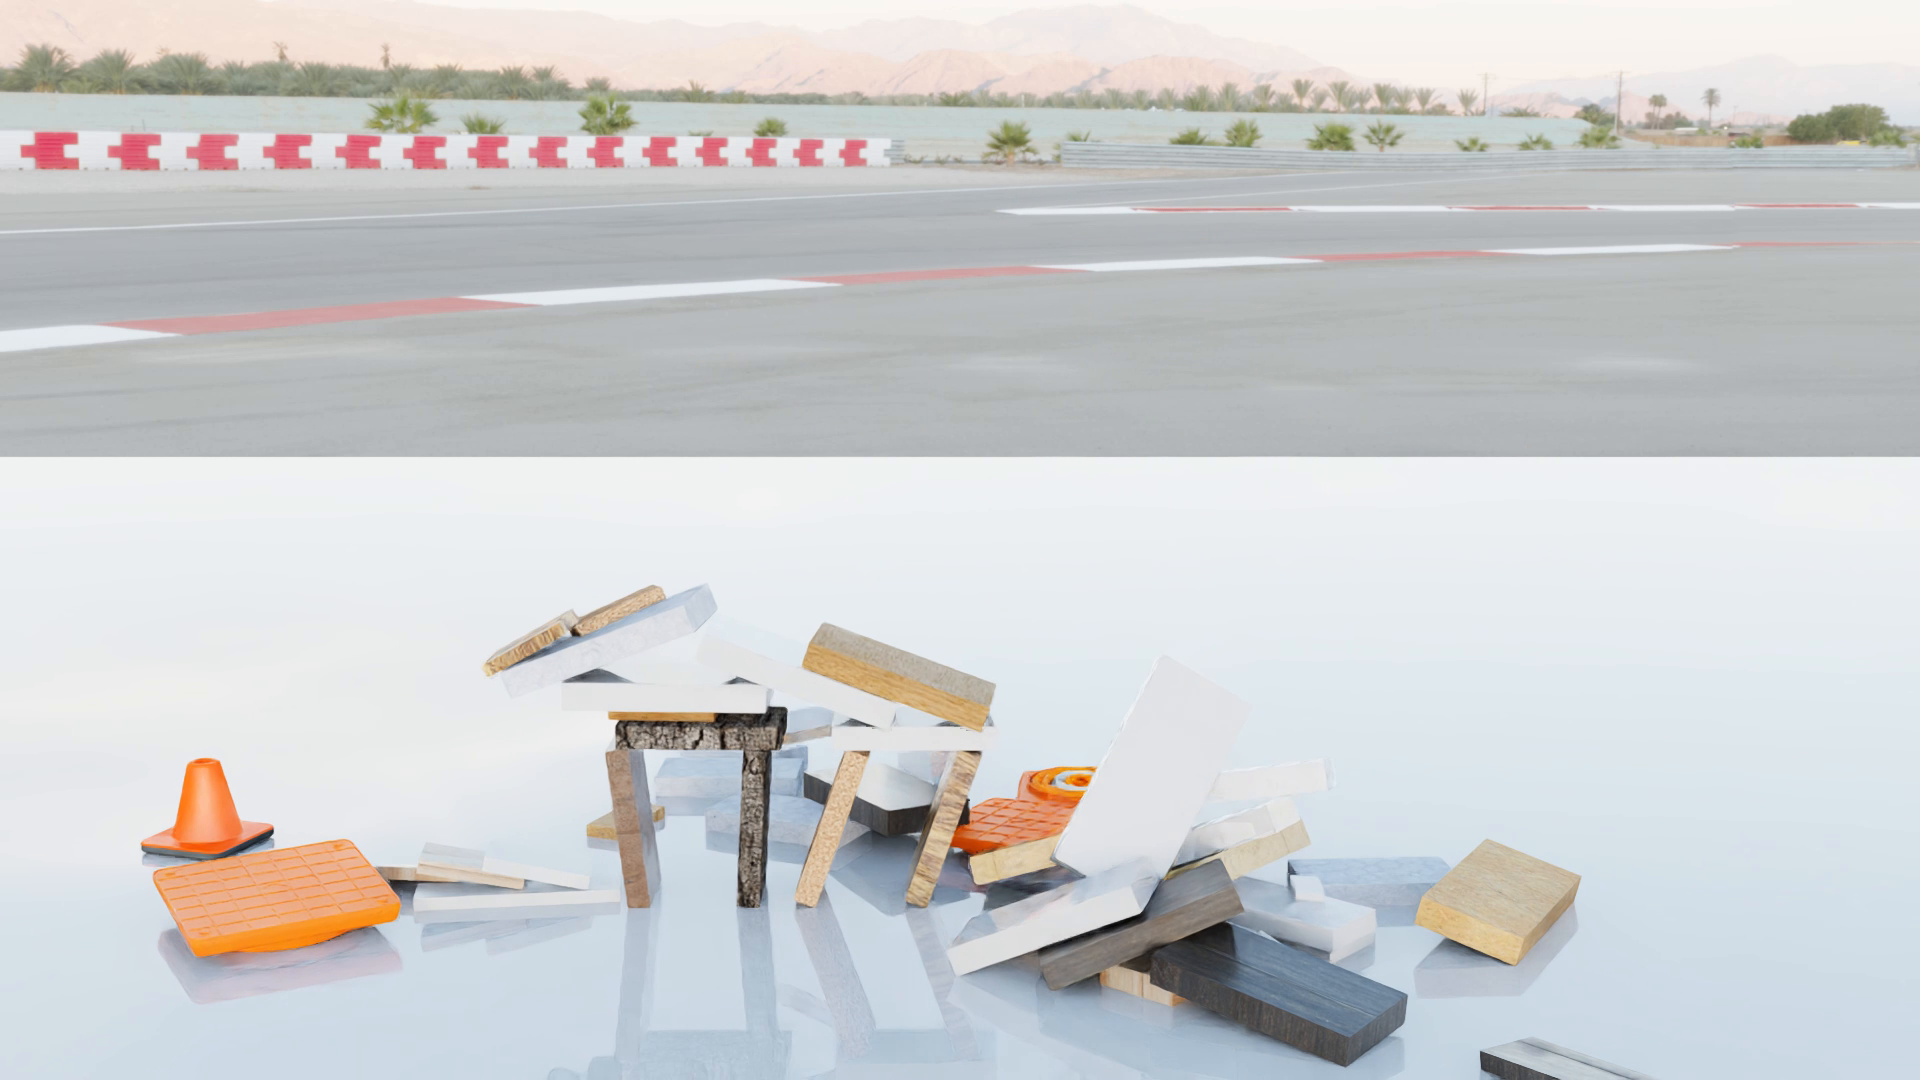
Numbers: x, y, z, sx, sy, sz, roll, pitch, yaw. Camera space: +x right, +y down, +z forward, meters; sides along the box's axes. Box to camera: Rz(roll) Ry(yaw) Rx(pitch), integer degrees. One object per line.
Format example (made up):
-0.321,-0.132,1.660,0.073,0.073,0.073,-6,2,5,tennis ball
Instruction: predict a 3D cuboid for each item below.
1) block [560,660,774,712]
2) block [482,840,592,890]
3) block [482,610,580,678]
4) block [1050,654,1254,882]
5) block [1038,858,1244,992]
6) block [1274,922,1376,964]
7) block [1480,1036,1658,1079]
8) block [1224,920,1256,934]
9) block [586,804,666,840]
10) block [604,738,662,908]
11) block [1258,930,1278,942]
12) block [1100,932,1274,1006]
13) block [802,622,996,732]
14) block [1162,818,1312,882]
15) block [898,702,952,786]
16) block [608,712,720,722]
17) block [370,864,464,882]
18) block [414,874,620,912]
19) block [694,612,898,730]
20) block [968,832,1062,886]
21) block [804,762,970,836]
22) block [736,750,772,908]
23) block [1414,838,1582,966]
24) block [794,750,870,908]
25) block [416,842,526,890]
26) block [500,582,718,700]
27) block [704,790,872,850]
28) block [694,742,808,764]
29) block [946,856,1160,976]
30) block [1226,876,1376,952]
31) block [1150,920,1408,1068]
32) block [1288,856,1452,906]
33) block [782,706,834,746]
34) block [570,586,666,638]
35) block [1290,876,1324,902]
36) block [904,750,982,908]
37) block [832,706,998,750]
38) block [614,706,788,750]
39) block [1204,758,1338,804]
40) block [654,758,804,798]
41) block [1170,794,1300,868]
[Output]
-0.475,0.239,3.612,0.329,0.047,0.165,0,10,1,block
-0.700,0.539,3.649,0.174,0.025,0.087,12,9,-9,block
-0.702,0.168,3.593,0.156,0.022,0.078,-28,11,13,block
0.303,0.382,3.466,0.166,0.369,0.047,30,-15,-2,block
0.265,0.573,3.286,0.307,0.043,0.153,-23,7,2,block
0.510,0.605,3.486,0.263,0.037,0.131,9,14,41,block
0.817,0.703,2.855,0.091,0.026,0.323,-7,4,-26,block
0.405,0.600,3.375,0.090,0.013,0.045,10,15,43,block
-0.610,0.514,4.021,0.076,0.021,0.151,4,11,22,block
-0.540,0.458,3.642,0.038,0.266,0.133,-6,10,2,block
0.480,0.628,3.324,0.090,0.013,0.045,32,28,23,block
0.346,0.634,3.330,0.131,0.037,0.263,9,14,40,block
-0.097,0.221,3.588,0.307,0.043,0.153,20,12,1,block
0.421,0.536,3.610,0.166,0.047,0.332,-26,-10,37,block
-0.073,0.391,4.282,0.046,0.163,0.326,-10,13,-13,block
-0.484,0.275,3.621,0.174,0.025,0.087,1,11,3,block
-0.905,0.561,3.705,0.151,0.021,0.076,0,-6,7,block
-0.731,0.584,3.642,0.333,0.021,0.076,-1,11,-8,block
-0.261,0.213,3.592,0.329,0.047,0.165,20,10,-3,block
0.188,0.504,3.636,0.325,0.046,0.162,-15,-7,8,block
-0.137,0.466,3.981,0.163,0.046,0.326,-4,9,-30,block
-0.339,0.459,3.642,0.038,0.266,0.133,3,11,-1,block
0.865,0.575,3.520,0.166,0.047,0.332,21,19,26,block
-0.209,0.459,3.645,0.038,0.270,0.135,19,10,-3,block
-0.808,0.541,3.653,0.174,0.025,0.087,10,9,-8,block
-0.572,0.164,3.597,0.329,0.047,0.165,-20,8,11,block
-0.312,0.508,4.004,0.271,0.038,0.135,5,12,25,block
-0.443,0.419,4.484,0.135,0.038,0.276,-8,13,-36,block
0.142,0.570,3.335,0.307,0.043,0.153,-22,2,17,block
0.507,0.580,3.424,0.246,0.035,0.123,9,14,40,block
0.452,0.640,3.138,0.326,0.046,0.163,17,22,37,block
0.690,0.570,3.674,0.263,0.037,0.131,-1,11,-4,block
-0.259,0.314,3.755,0.156,0.022,0.078,-13,23,24,block
-0.571,0.118,3.649,0.156,0.022,0.078,-25,9,-20,block
0.546,0.548,3.463,0.045,0.013,0.090,2,8,2,block
-0.028,0.459,3.642,0.038,0.270,0.135,19,10,-3,block
-0.073,0.309,3.614,0.270,0.038,0.135,0,11,0,block
-0.423,0.308,3.613,0.266,0.038,0.133,0,11,0,block
0.441,0.400,3.583,0.325,0.046,0.162,-9,-6,14,block
-0.445,0.460,4.263,0.271,0.038,0.135,0,11,2,block
0.384,0.498,3.620,0.325,0.046,0.162,-22,-7,21,block
